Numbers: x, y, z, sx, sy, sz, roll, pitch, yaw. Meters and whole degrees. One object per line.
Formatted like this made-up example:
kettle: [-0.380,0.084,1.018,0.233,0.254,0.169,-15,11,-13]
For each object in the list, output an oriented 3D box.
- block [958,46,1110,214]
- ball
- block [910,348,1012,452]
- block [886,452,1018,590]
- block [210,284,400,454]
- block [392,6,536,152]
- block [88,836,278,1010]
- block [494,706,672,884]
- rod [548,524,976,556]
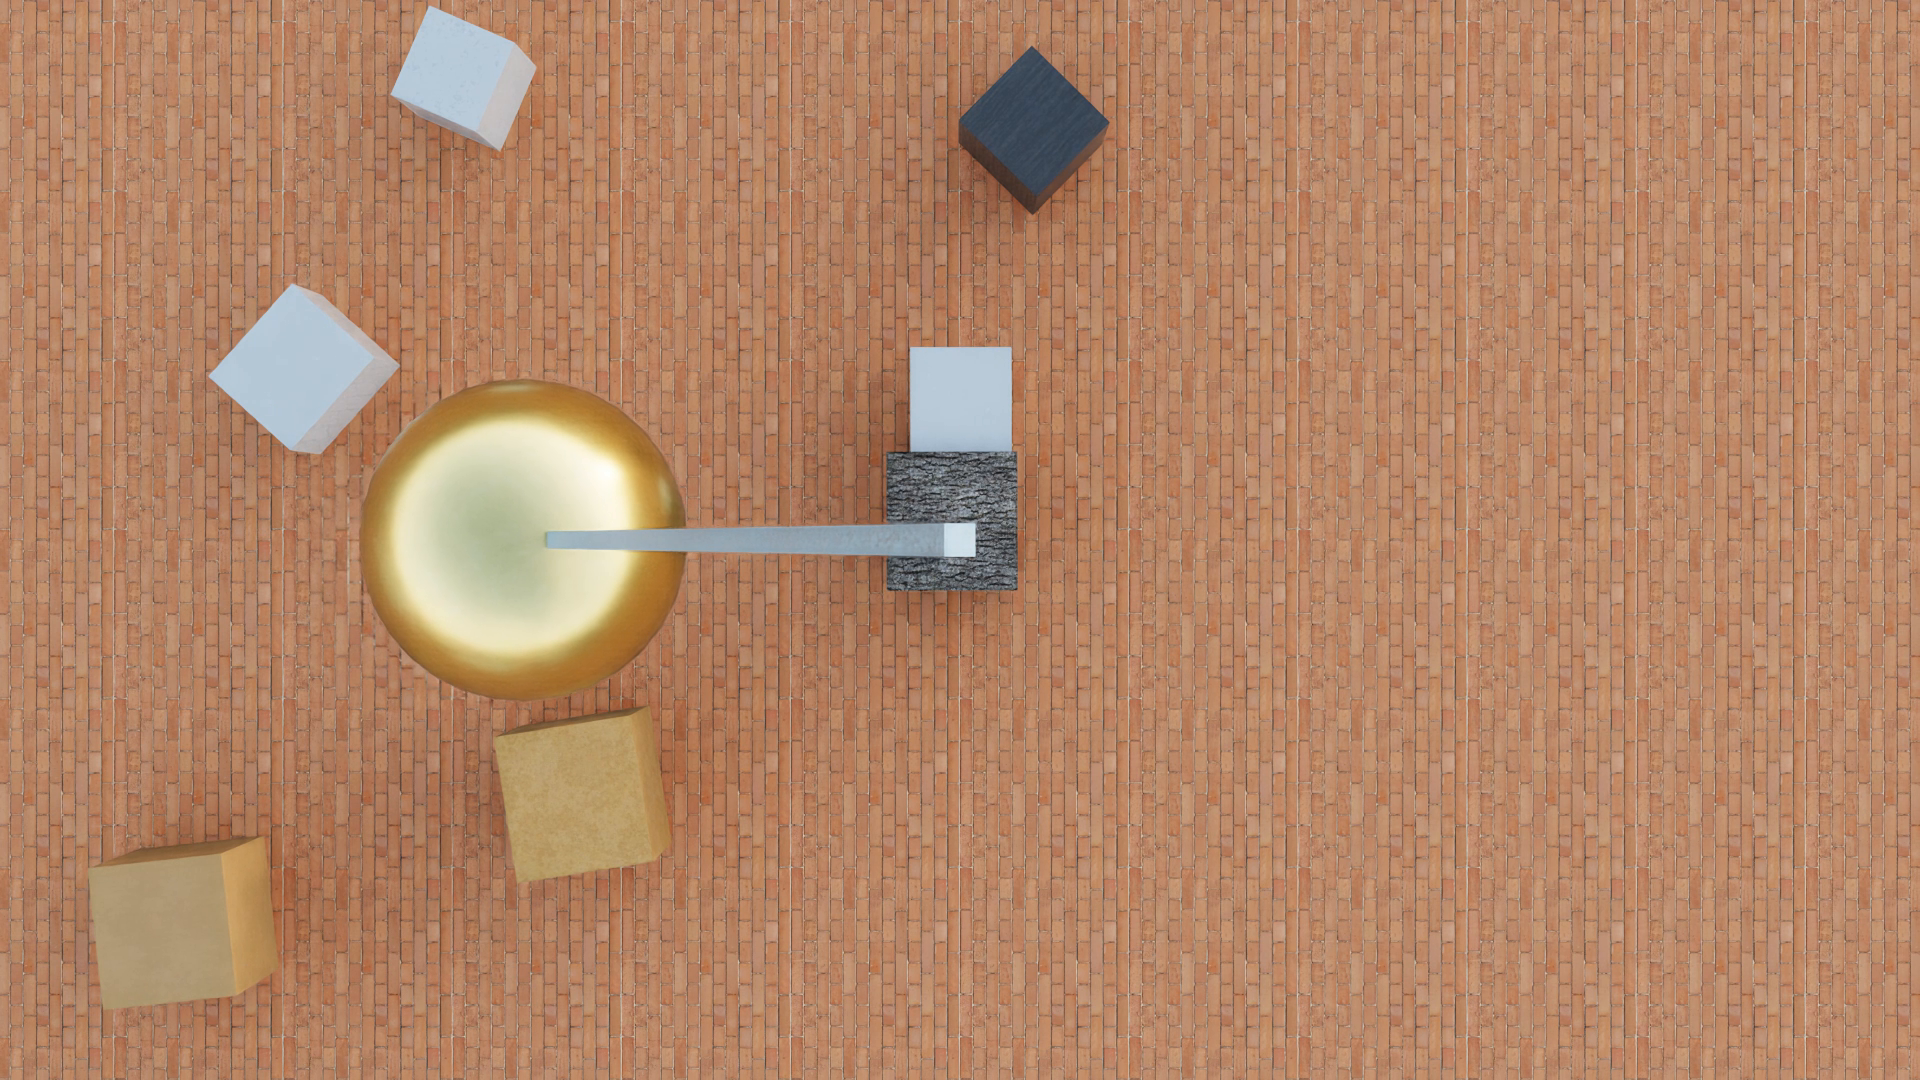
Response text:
block: [0.415,-2.343,12.650,0.613,0.701,0.585,44,90,0]
ball: [-2.153,0.000,10.895,1.600,1.600,1.600,0,90,0]
block: [0.005,-0.786,12.648,0.563,0.705,0.585,0,90,0]
block: [-0.044,-0.105,12.624,0.729,0.752,0.776,0,90,0]
block: [-3.775,-0.977,12.708,0.625,0.584,0.706,42,90,0]
block: [-2.850,-2.648,12.677,0.523,0.646,0.546,24,90,0]
block: [-4.441,2.181,12.619,0.746,0.762,0.795,-6,90,0]
block: [-2.149,1.442,12.613,0.768,0.774,0.823,-9,90,0]
rod: [-0.933,0.000,7.722,0.080,5.200,0.080,0,90,-21]
